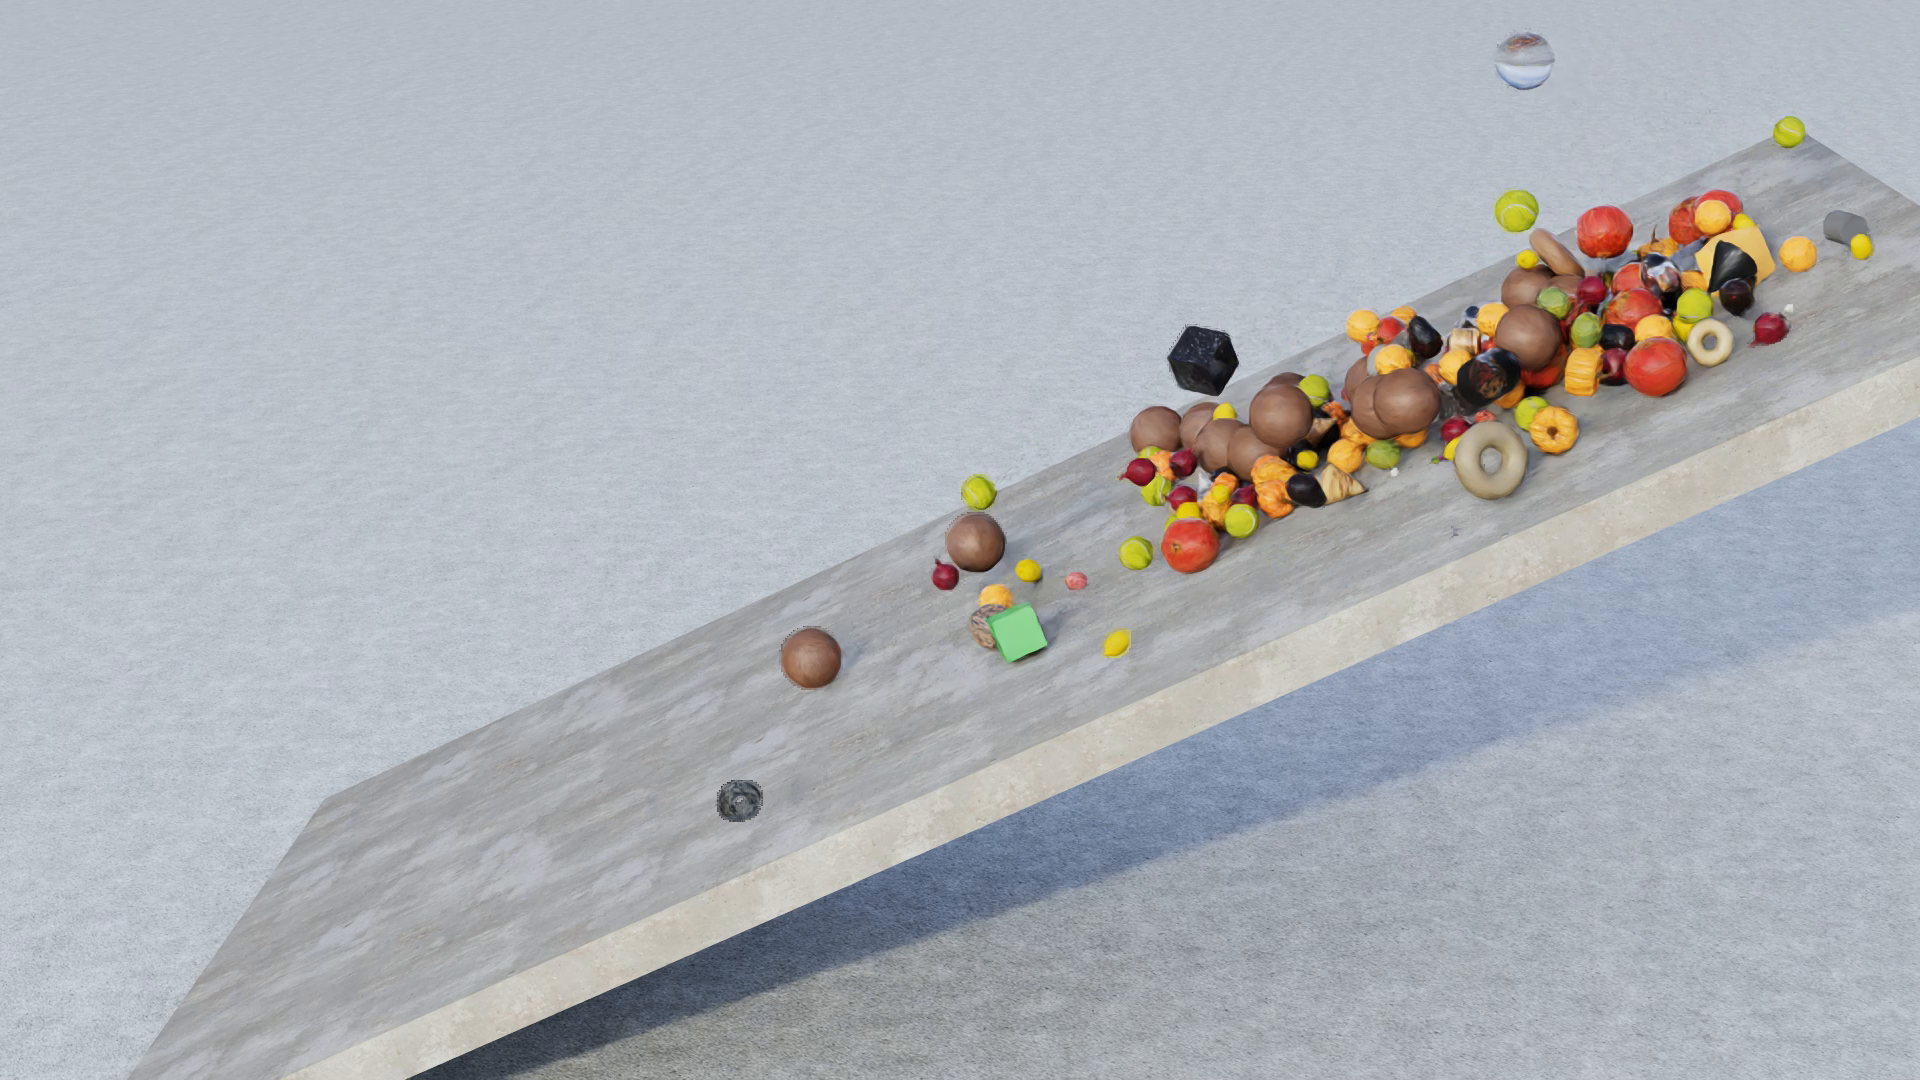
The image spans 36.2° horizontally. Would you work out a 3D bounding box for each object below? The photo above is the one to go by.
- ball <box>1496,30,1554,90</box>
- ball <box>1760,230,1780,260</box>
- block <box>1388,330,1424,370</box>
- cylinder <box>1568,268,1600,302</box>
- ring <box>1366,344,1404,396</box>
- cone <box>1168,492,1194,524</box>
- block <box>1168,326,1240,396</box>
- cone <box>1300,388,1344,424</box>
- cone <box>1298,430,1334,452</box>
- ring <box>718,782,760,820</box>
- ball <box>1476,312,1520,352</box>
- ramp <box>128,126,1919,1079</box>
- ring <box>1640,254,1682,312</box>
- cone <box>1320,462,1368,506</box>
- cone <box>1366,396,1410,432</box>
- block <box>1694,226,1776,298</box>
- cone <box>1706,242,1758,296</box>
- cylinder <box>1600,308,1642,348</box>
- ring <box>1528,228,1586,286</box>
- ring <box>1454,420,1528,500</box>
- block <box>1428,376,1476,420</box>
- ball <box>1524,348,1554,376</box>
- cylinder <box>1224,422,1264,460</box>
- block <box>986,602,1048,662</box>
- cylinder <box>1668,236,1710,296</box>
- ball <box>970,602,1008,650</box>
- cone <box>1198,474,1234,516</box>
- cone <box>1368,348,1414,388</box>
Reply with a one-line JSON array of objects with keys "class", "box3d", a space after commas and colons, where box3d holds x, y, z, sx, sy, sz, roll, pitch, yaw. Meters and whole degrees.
[{"class": "ball", "box3d": [0.939, -0.797, 4.892, 0.097, 0.097, 0.097, 0, 16, 0]}, {"class": "ball", "box3d": [1.623, -0.582, 6.001, 0.100, 0.100, 0.100, 0, 16, 0]}, {"class": "block", "box3d": [0.979, -0.412, 6.452, 0.058, 0.058, 0.058, 28, 58, 30]}, {"class": "cylinder", "box3d": [1.347, -0.550, 6.348, 0.055, 0.055, 0.055, 8, 27, 25]}, {"class": "ring", "box3d": [0.885, -0.353, 6.118, 0.036, 0.109, 0.109, -14, 4, 39]}, {"class": "cone", "box3d": [0.446, -0.075, 6.115, 0.060, 0.060, 0.060, -25, -19, -9]}, {"class": "block", "box3d": [0.493, -0.363, 5.960, 0.093, 0.093, 0.093, 15, 59, 33]}, {"class": "cone", "box3d": [0.802, -0.271, 6.369, 0.092, 0.092, 0.092, -11, 31, -33]}, {"class": "cone", "box3d": [0.765, -0.214, 6.246, 0.067, 0.067, 0.067, 17, 23, 32]}, {"class": "ring", "box3d": [-0.418, 0.494, 5.577, 0.083, 0.083, 0.028, -5, 31, -17]}, {"class": "ball", "box3d": [1.137, -0.436, 6.233, 0.097, 0.097, 0.097, 0, 16, 0]}, {"class": "ramp", "box3d": [0.137, 0.168, 6.281, 4.000, 0.100, 2.000, -24, 13, 9]}, {"class": "ring", "box3d": [1.383, -0.507, 5.803, 0.042, 0.126, 0.126, -22, 20, -8]}, {"class": "cone", "box3d": [0.767, -0.104, 5.807, 0.090, 0.090, 0.090, 8, 18, 24]}, {"class": "cone", "box3d": [0.899, -0.277, 6.087, 0.085, 0.085, 0.085, -26, -2, 37]}, {"class": "block", "box3d": [1.555, -0.559, 5.900, 0.097, 0.097, 0.097, -11, 21, 50]}, {"class": "cone", "box3d": [1.490, -0.515, 5.751, 0.098, 0.098, 0.098, -50, 32, -8]}, {"class": "cylinder", "box3d": [1.336, -0.418, 5.952, 0.078, 0.078, 0.078, -1, 24, 0]}, {"class": "ring", "box3d": [1.249, -0.593, 6.151, 0.150, 0.050, 0.150, 43, 15, -15]}, {"class": "ring", "box3d": [0.959, -0.144, 5.314, 0.143, 0.143, 0.048, -6, 2, -19]}, {"class": "block", "box3d": [1.010, -0.292, 5.991, 0.066, 0.066, 0.066, -38, 17, -31]}, {"class": "ball", "box3d": [1.176, -0.363, 5.968, 0.057, 0.057, 0.057, 0, 16, 0]}, {"class": "cylinder", "box3d": [0.623, -0.217, 6.447, 0.068, 0.068, 0.068, -5, 20, -18]}, {"class": "block", "box3d": [0.112, 0.182, 5.826, 0.087, 0.087, 0.087, -24, 6, -4]}, {"class": "cylinder", "box3d": [1.499, -0.559, 6.005, 0.088, 0.088, 0.088, -31, 21, -5]}, {"class": "ball", "box3d": [0.066, 0.175, 5.970, 0.094, 0.094, 0.094, 0, 16, 0]}, {"class": "cone", "box3d": [0.522, -0.106, 6.188, 0.082, 0.082, 0.082, -25, 13, 6]}, {"class": "cone", "box3d": [0.914, -0.357, 6.335, 0.092, 0.092, 0.092, -19, 22, -18]}]
